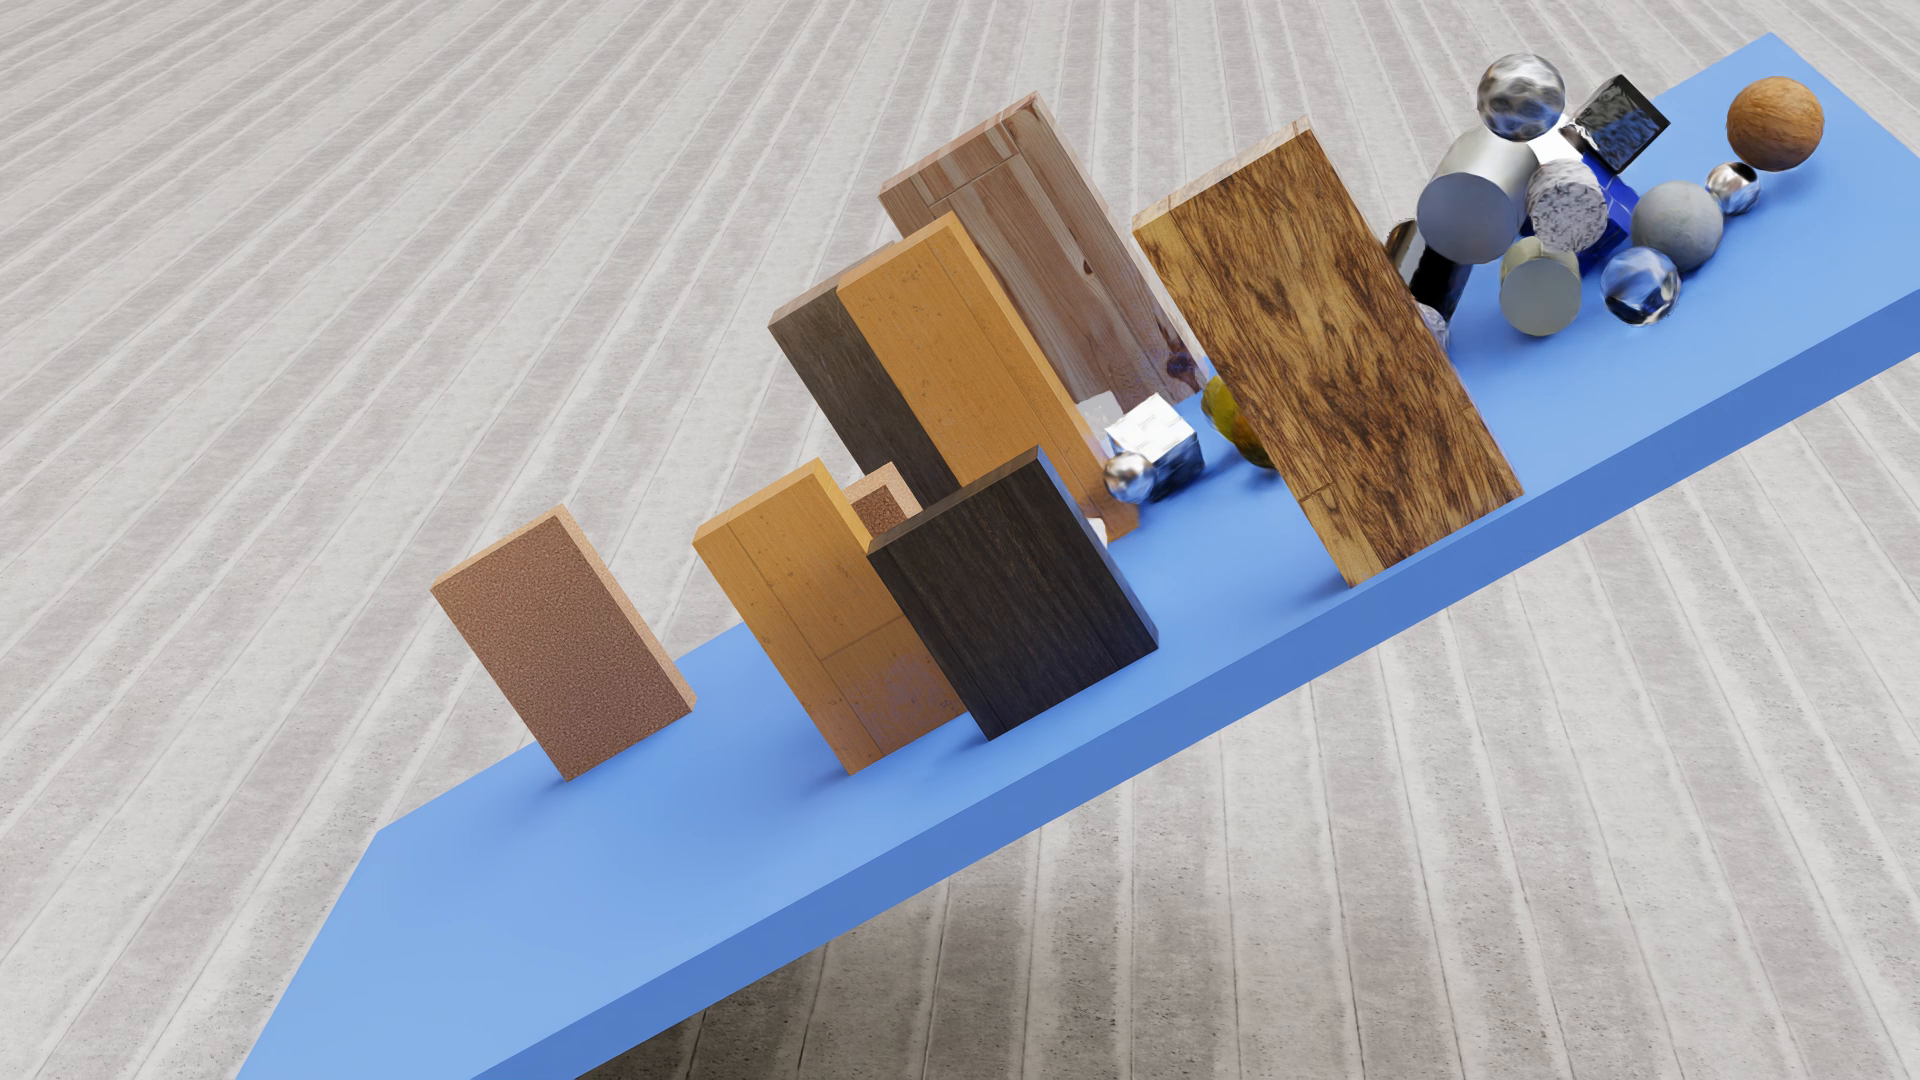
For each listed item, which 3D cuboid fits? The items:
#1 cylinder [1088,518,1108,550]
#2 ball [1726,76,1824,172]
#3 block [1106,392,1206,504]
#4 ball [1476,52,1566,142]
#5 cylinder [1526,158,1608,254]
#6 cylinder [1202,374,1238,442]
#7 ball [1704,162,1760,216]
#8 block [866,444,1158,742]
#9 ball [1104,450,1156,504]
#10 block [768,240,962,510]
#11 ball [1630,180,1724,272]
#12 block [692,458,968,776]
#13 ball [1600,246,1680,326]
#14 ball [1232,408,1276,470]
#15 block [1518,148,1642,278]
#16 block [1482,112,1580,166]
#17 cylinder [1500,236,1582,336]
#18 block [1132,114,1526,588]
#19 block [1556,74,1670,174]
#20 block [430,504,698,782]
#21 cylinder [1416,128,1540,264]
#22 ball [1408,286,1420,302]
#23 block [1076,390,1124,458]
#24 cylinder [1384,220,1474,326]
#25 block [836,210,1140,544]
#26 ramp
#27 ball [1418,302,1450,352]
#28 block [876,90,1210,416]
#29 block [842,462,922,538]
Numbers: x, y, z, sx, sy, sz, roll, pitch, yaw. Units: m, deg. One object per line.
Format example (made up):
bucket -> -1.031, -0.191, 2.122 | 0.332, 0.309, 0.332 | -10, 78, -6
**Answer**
cylinder -> 0.220, 0.029, 5.963 | 0.139, 0.139, 0.139 | -3, 20, -6
ball -> 1.582, -0.807, 5.711 | 0.184, 0.184, 0.184 | 0, 20, 0
block -> 0.420, -0.197, 6.294 | 0.138, 0.138, 0.138 | -36, 56, -9
ball -> 1.079, -0.851, 5.659 | 0.170, 0.170, 0.170 | 0, 20, 0
cylinder -> 1.169, -0.645, 5.672 | 0.143, 0.143, 0.143 | 1, 26, 4
cylinder -> 0.600, -0.283, 6.242 | 0.153, 0.153, 0.153 | -1, 8, -4
ball -> 1.512, -0.687, 5.756 | 0.107, 0.107, 0.107 | 0, 20, 0
block -> 0.101, 0.102, 5.534 | 0.374, 0.436, 0.089 | -30, 15, 13
ball -> 0.354, -0.132, 6.134 | 0.111, 0.111, 0.111 | 0, 20, 0
block -> -0.087, -0.260, 6.487 | 0.311, 0.736, 0.136 | -30, 15, 13
ball -> 1.374, -0.601, 5.638 | 0.175, 0.175, 0.175 | 0, 20, 0
block -> -0.249, 0.154, 5.823 | 0.283, 0.574, 0.103 | -30, 15, 13
ball -> 1.272, -0.475, 5.500 | 0.148, 0.148, 0.148 | 0, 20, 0
ball -> 0.637, -0.227, 5.998 | 0.164, 0.164, 0.164 | 0, 20, 0
block -> 1.265, -0.660, 5.987 | 0.161, 0.161, 0.161 | 41, 39, -4
block -> 1.228, -0.825, 6.385 | 0.182, 0.182, 0.182 | -34, 76, -17
cylinder -> 1.149, -0.505, 5.826 | 0.159, 0.159, 0.159 | 3, 23, 9
block -> 0.643, -0.323, 5.132 | 0.348, 0.754, 0.121 | -30, 15, 13
block -> 1.337, -0.846, 6.022 | 0.143, 0.143, 0.143 | 45, 2, -1
block -> -0.935, 0.246, 6.959 | 0.362, 0.573, 0.087 | -30, 15, 13
cylinder -> 1.055, -0.699, 5.970 | 0.207, 0.207, 0.207 | 8, 36, 22
ball -> 0.929, -0.494, 6.320 | 0.124, 0.124, 0.124 | 0, 20, 0
block -> 0.284, -0.206, 6.503 | 0.158, 0.158, 0.158 | -24, -14, -18
cylinder -> 0.956, -0.535, 6.164 | 0.190, 0.190, 0.190 | 11, 58, 27
block -> 0.065, -0.293, 6.223 | 0.275, 0.763, 0.136 | -30, 15, 13
ramp -> 0.141, 0.169, 6.290 | 4.000, 0.100, 2.000 | -30, 15, 13
ball -> 0.924, -0.411, 6.014 | 0.151, 0.151, 0.151 | 0, 20, 0
block -> 0.200, -0.598, 6.874 | 0.426, 0.782, 0.138 | -30, 15, 13
block -> -0.153, 0.104, 6.074 | 0.284, 0.427, 0.150 | -30, 15, 13
